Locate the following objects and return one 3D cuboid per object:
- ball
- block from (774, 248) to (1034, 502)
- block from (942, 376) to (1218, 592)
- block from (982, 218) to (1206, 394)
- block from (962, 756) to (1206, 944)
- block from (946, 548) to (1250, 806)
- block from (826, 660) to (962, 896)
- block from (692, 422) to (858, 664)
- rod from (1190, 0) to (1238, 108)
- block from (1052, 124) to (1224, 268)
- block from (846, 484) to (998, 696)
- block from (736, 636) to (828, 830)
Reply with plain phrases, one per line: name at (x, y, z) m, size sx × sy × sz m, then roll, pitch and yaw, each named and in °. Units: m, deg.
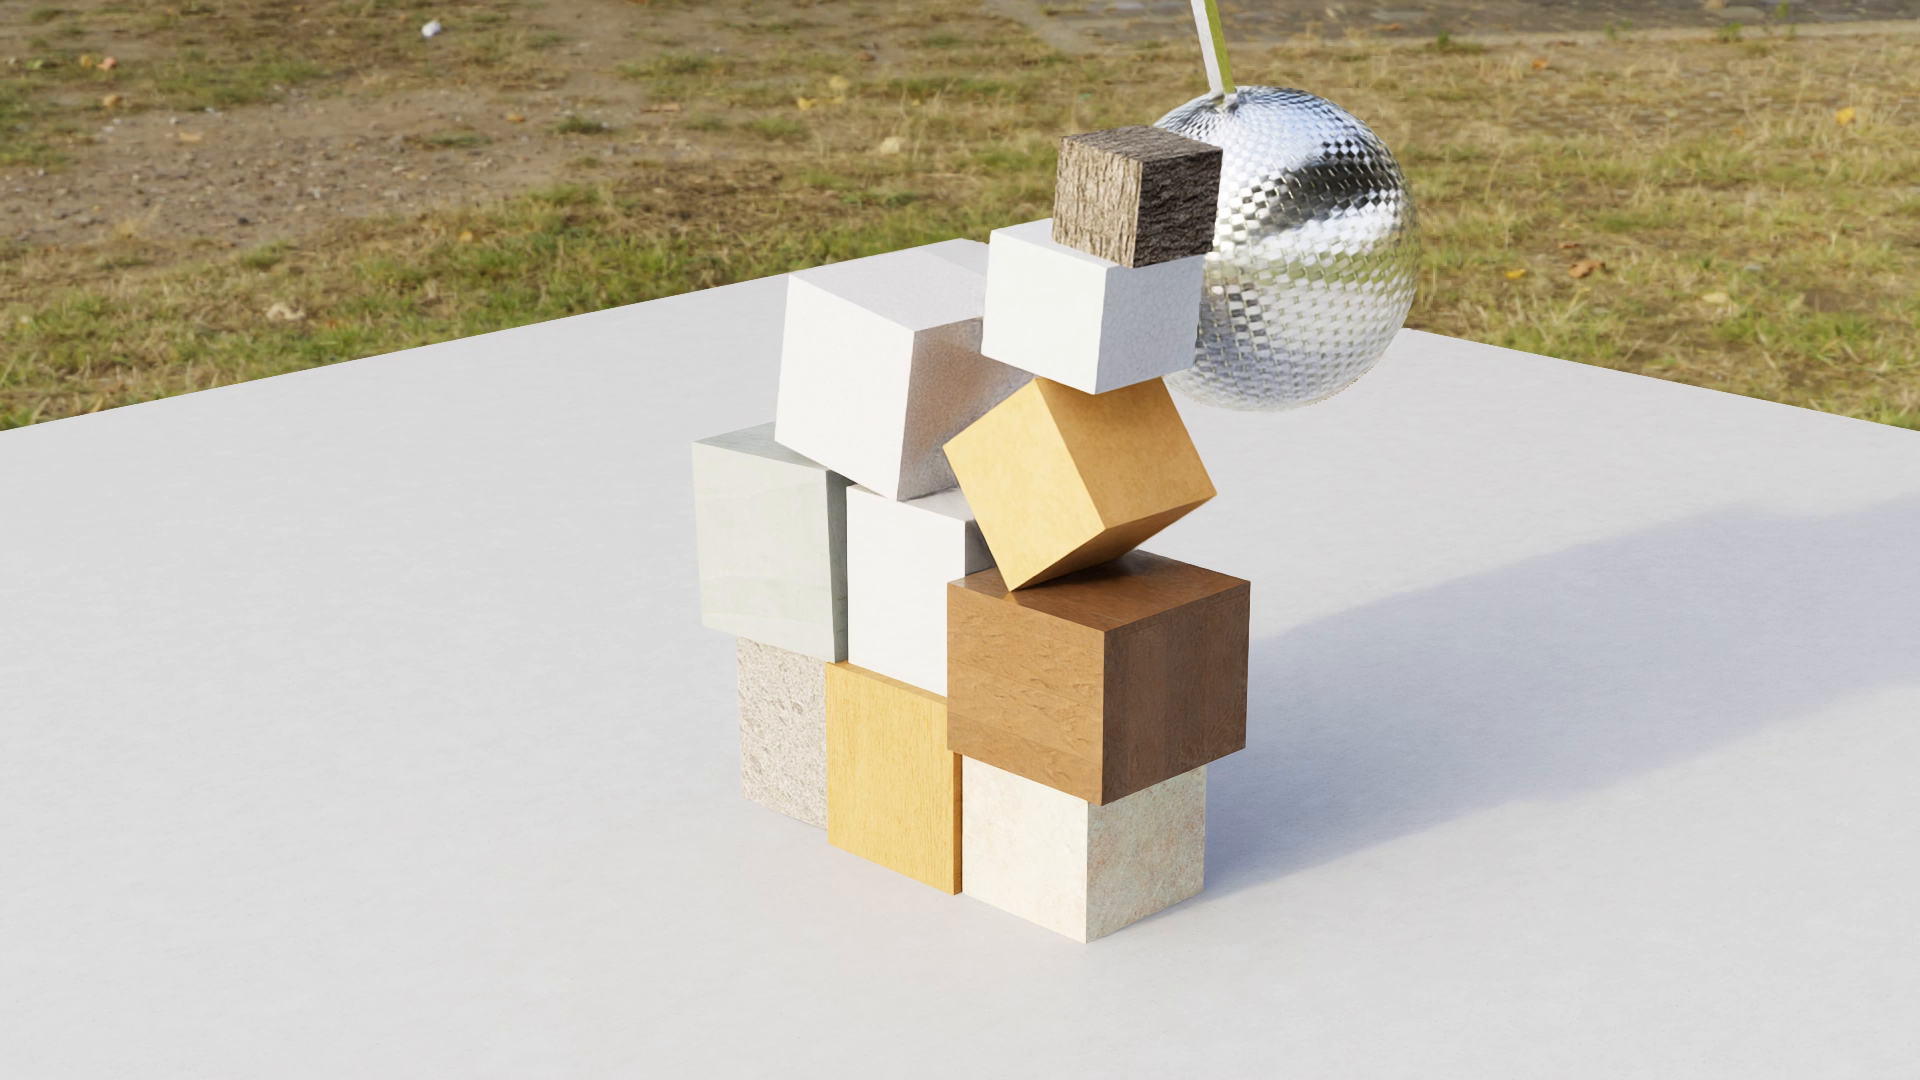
ball at (1.467, -1.432, 14.429) m, size 1.600 × 1.600 × 1.600 m, roll 0°, pitch 17°, yaw 0°
block at (-0.239, -0.768, 13.392) m, size 0.811 × 0.809 × 0.823 m, roll -17°, pitch 33°, yaw -42°
block at (0.516, -0.301, 12.681) m, size 0.716 × 0.703 × 0.682 m, roll -17°, pitch -12°, yaw -42°
block at (0.564, -1.019, 12.429) m, size 0.644 × 0.545 × 0.644 m, roll 23°, pitch 28°, yaw 38°
block at (0.557, 1.249, 13.165) m, size 0.786 × 0.722 × 0.755 m, roll -17°, pitch 24°, yaw -42°
block at (0.604, 0.553, 12.878) m, size 0.947 × 0.779 × 0.926 m, roll -17°, pitch 24°, yaw -42°
block at (-0.029, 0.996, 13.665) m, size 0.840 × 0.905 × 0.836 m, roll -17°, pitch 24°, yaw -42°
block at (-0.622, -0.040, 13.999) m, size 0.859 × 0.914 × 0.941 m, roll -17°, pitch 21°, yaw -42°
rod at (0.636, -4.226, 12.680) m, size 0.080 × 5.200 × 0.080 m, roll 17°, pitch 44°, yaw 42°
block at (0.734, -1.430, 12.153) m, size 0.494 × 0.443 × 0.465 m, roll -16°, pitch 29°, yaw -42°
block at (0.013, 0.164, 13.396) m, size 0.735 × 0.844 × 0.754 m, roll -17°, pitch 24°, yaw -42°
block at (-0.576, 0.837, 14.208) m, size 0.699 × 0.870 × 0.700 m, roll -17°, pitch 23°, yaw -42°
